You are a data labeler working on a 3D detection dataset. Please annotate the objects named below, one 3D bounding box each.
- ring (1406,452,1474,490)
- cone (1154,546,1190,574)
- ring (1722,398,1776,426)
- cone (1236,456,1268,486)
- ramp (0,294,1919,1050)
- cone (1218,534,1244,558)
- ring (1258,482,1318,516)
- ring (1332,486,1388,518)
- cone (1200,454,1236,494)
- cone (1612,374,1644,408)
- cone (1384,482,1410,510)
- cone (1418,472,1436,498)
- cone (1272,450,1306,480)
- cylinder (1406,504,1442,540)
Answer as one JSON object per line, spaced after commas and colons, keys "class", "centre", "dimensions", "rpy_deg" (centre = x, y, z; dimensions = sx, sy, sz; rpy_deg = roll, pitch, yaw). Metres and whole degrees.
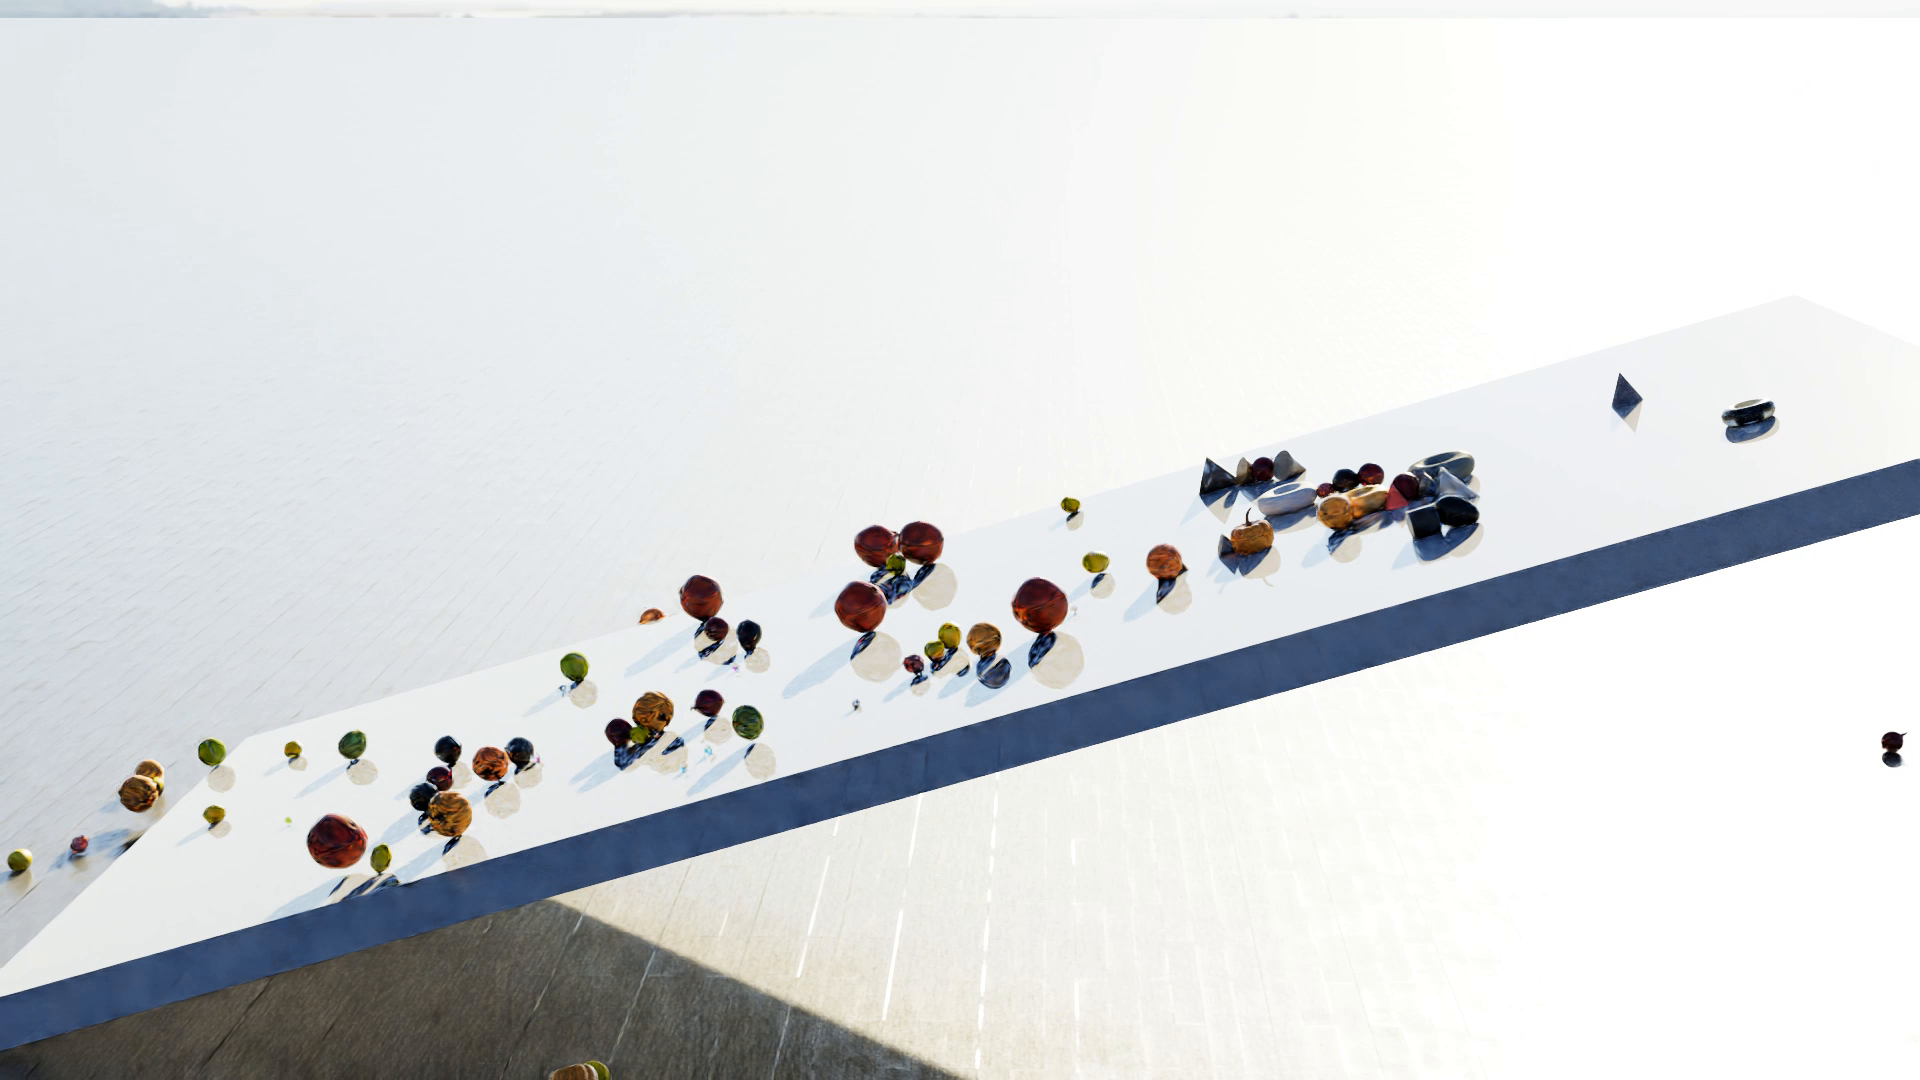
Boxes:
{"class": "ring", "centre": [1.011, -0.147, 6.192], "dimensions": [0.149, 0.050, 0.149], "rpy_deg": [-17, 11, 3]}
{"class": "cone", "centre": [0.447, 0.051, 6.097], "dimensions": [0.065, 0.065, 0.065], "rpy_deg": [18, 18, 24]}
{"class": "ring", "centre": [1.577, -0.256, 5.885], "dimensions": [0.109, 0.036, 0.109], "rpy_deg": [-16, 9, 3]}
{"class": "cone", "centre": [0.685, -0.154, 6.827], "dimensions": [0.069, 0.069, 0.069], "rpy_deg": [8, 8, -16]}
{"class": "ramp", "centre": [0.091, 0.187, 6.319], "dimensions": [4.000, 0.100, 2.000], "rpy_deg": [-16, 10, 5]}
{"class": "cone", "centre": [0.567, 0.015, 6.114], "dimensions": [0.052, 0.052, 0.052], "rpy_deg": [10, 10, -4]}
{"class": "ring", "centre": [0.712, -0.089, 6.387], "dimensions": [0.134, 0.045, 0.134], "rpy_deg": [-17, 11, 3]}
{"class": "ring", "centre": [0.836, -0.079, 6.131], "dimensions": [0.126, 0.042, 0.126], "rpy_deg": [-18, 10, 3]}
{"class": "cone", "centre": [0.613, -0.144, 6.857], "dimensions": [0.096, 0.096, 0.096], "rpy_deg": [11, 12, 5]}
{"class": "cone", "centre": [1.449, -0.333, 6.424], "dimensions": [0.071, 0.071, 0.071], "rpy_deg": [-16, 10, 3]}
{"class": "cone", "centre": [0.897, -0.095, 6.083], "dimensions": [0.052, 0.052, 0.052], "rpy_deg": [-16, 10, 3]}
{"class": "cone", "centre": [0.983, -0.108, 6.095], "dimensions": [0.053, 0.053, 0.053], "rpy_deg": [15, 15, 16]}
{"class": "cone", "centre": [0.769, -0.166, 6.751], "dimensions": [0.072, 0.072, 0.072], "rpy_deg": [8, 5, -31]}
{"class": "cylinder", "centre": [0.903, -0.035, 5.733], "dimensions": [0.056, 0.056, 0.056], "rpy_deg": [-17, 11, -1]}
